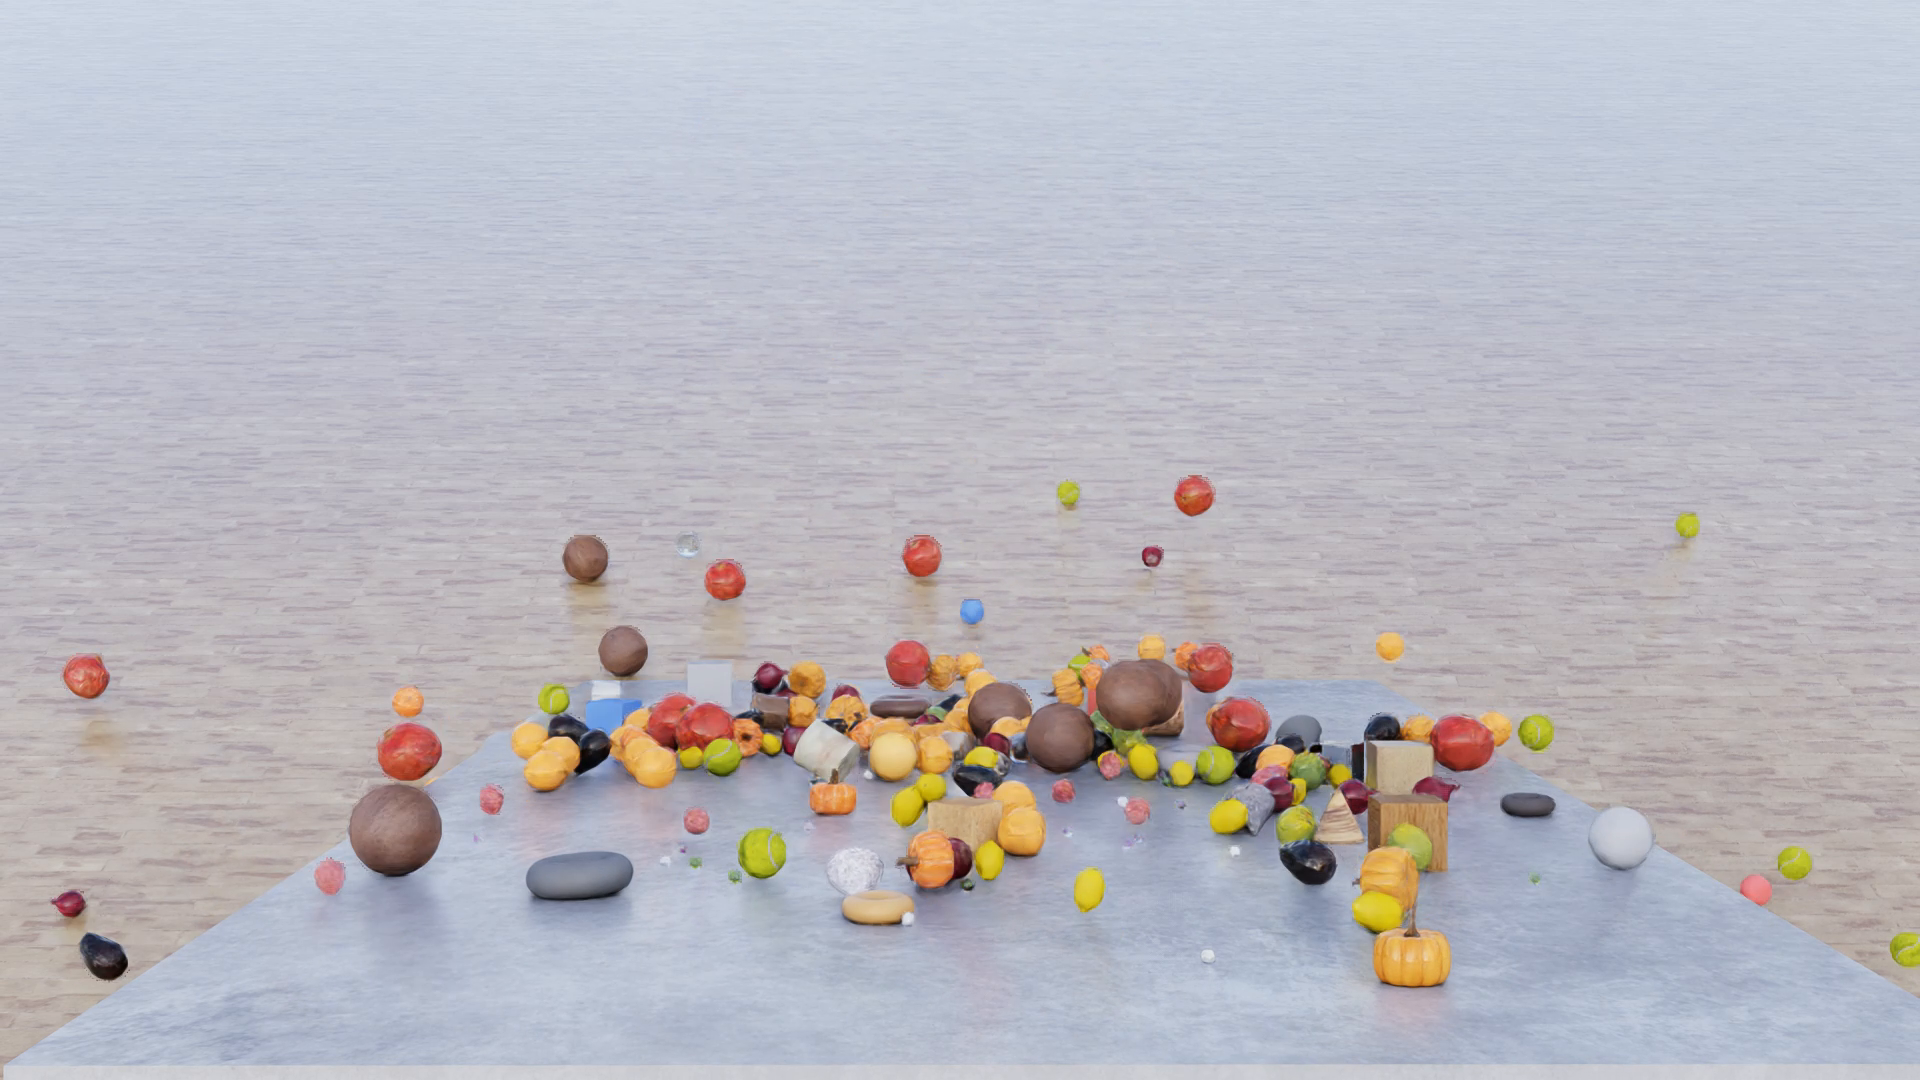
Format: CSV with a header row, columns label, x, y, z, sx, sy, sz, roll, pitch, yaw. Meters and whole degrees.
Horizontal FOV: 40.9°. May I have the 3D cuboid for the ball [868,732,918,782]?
label,x,y,z,sx,sy,sz,roll,pitch,yaw
ball,-0.120,0.390,4.621,0.087,0.087,0.087,0,23,0

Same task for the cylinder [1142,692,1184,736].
label,x,y,z,sx,sy,sz,roll,pitch,yaw
cylinder,0.407,0.359,5.327,0.089,0.089,0.089,0,22,-18

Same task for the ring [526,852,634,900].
label,x,y,z,sx,sy,sz,roll,pitch,yaw
ring,-0.516,0.455,3.495,0.145,0.048,0.145,-4,1,0

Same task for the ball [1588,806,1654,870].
label,x,y,z,sx,sy,sz,roll,pitch,yaw
ball,0.944,0.426,3.679,0.090,0.090,0.090,0,23,0

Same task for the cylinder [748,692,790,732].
label,x,y,z,sx,sy,sz,roll,pitch,yaw
cylinder,-0.400,0.359,5.379,0.073,0.073,0.073,10,22,-10

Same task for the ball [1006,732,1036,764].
label,x,y,z,sx,sy,sz,roll,pitch,yaw
ball,0.114,0.394,4.873,0.058,0.058,0.058,0,23,0

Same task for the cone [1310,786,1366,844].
label,x,y,z,sx,sy,sz,roll,pitch,yaw
cone,0.580,0.418,3.949,0.085,0.085,0.085,0,2,0

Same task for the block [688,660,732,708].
label,x,y,z,sx,sy,sz,roll,pitch,yaw
block,-0.576,0.330,5.932,0.100,0.100,0.100,0,2,-4

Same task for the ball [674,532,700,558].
label,x,y,z,sx,sy,sz,roll,pitch,yaw
ball,-0.790,0.015,7.467,0.073,0.073,0.073,0,23,0

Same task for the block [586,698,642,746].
label,x,y,z,sx,sy,sz,roll,pitch,yaw
block,-0.699,0.368,5.205,0.084,0.084,0.084,1,2,21

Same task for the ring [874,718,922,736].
label,x,y,z,sx,sy,sz,roll,pitch,yaw
ring,-0.129,0.388,5.345,0.098,0.033,0.098,1,1,0

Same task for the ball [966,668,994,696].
label,x,y,z,sx,sy,sz,roll,pitch,yaw
ball,0.048,0.339,6.117,0.067,0.067,0.067,0,23,0

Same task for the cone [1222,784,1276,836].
label,x,y,z,sx,sy,sz,roll,pitch,yaw
cone,0.457,0.438,4.026,0.083,0.083,0.083,0,29,-1

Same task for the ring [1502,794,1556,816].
label,x,y,z,sx,sy,sz,roll,pitch,yaw
ring,0.933,0.434,4.227,0.087,0.029,0.087,-1,3,0

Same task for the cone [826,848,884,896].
label,x,y,z,sx,sy,sz,roll,pitch,yaw
cone,-0.135,0.464,3.430,0.078,0.078,0.078,-3,29,-8

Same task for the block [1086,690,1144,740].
label,x,y,z,sx,sy,sz,roll,pitch,yaw
block,0.319,0.359,5.292,0.094,0.094,0.094,-1,2,-13

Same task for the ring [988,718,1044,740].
label,x,y,z,sx,sy,sz,roll,pitch,yaw
ring,0.115,0.387,5.288,0.114,0.038,0.114,1,3,0

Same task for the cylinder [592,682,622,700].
label,x,y,z,sx,sy,sz,roll,pitch,yaw
cylinder,-0.789,0.346,5.759,0.060,0.060,0.060,1,23,-1

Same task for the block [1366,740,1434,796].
label,x,y,z,sx,sy,sz,roll,pitch,yaw
block,0.750,0.394,4.393,0.095,0.095,0.095,0,2,-2

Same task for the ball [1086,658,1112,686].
label,x,y,z,sx,sy,sz,roll,pitch,yaw
ball,0.344,0.327,6.402,0.067,0.067,0.067,0,23,0

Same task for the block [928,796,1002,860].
label,x,y,z,sx,sy,sz,roll,pitch,yaw
block,0.008,0.426,3.813,0.079,0.079,0.079,2,3,36

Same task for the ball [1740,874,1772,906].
label,x,y,z,sx,sy,sz,roll,pitch,yaw
ball,1.763,0.778,5.705,0.070,0.070,0.070,0,23,0

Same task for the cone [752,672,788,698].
label,x,y,z,sx,sy,sz,roll,pitch,yaw
cone,-0.442,0.362,5.887,0.087,0.087,0.087,2,29,6

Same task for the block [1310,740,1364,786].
label,x,y,z,sx,sy,sz,roll,pitch,yaw
block,0.675,0.398,4.597,0.071,0.071,0.071,2,3,35

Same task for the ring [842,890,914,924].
label,x,y,z,sx,sy,sz,roll,pitch,yaw
ring,-0.105,0.471,3.305,0.094,0.031,0.094,-1,3,0

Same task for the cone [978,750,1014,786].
label,x,y,z,sx,sy,sz,roll,pitch,yaw
cone,0.060,0.420,4.584,0.065,0.065,0.065,3,47,7

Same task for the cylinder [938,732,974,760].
label,x,y,z,sx,sy,sz,roll,pitch,yaw
cylinder,-0.007,0.394,4.931,0.052,0.052,0.052,1,22,24

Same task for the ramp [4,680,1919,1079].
label,x,y,z,sx,sy,sz,roll,pitch,yaw
ramp,0.054,0.486,4.540,2.000,0.100,4.000,0,2,0

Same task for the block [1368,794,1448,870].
label,x,y,z,sx,sy,sz,roll,pitch,yaw
block,0.646,0.422,3.718,0.096,0.096,0.096,0,2,-2

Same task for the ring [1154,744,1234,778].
label,x,y,z,sx,sy,sz,roll,pitch,yaw
ring,0.427,0.405,4.716,0.146,0.049,0.146,-1,2,0

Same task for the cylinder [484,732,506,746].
label,x,y,z,sx,sy,sz,roll,pitch,yaw
cylinder,-1.106,0.519,6.252,0.087,0.087,0.087,-10,12,-23

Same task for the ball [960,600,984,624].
label,x,y,z,sx,sy,sz,roll,pitch,yaw
ball,0.033,0.197,7.056,0.065,0.065,0.065,0,23,0

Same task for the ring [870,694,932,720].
label,x,y,z,sx,sy,sz,roll,pitch,yaw
ring,-0.130,0.368,5.668,0.137,0.046,0.137,0,4,0
